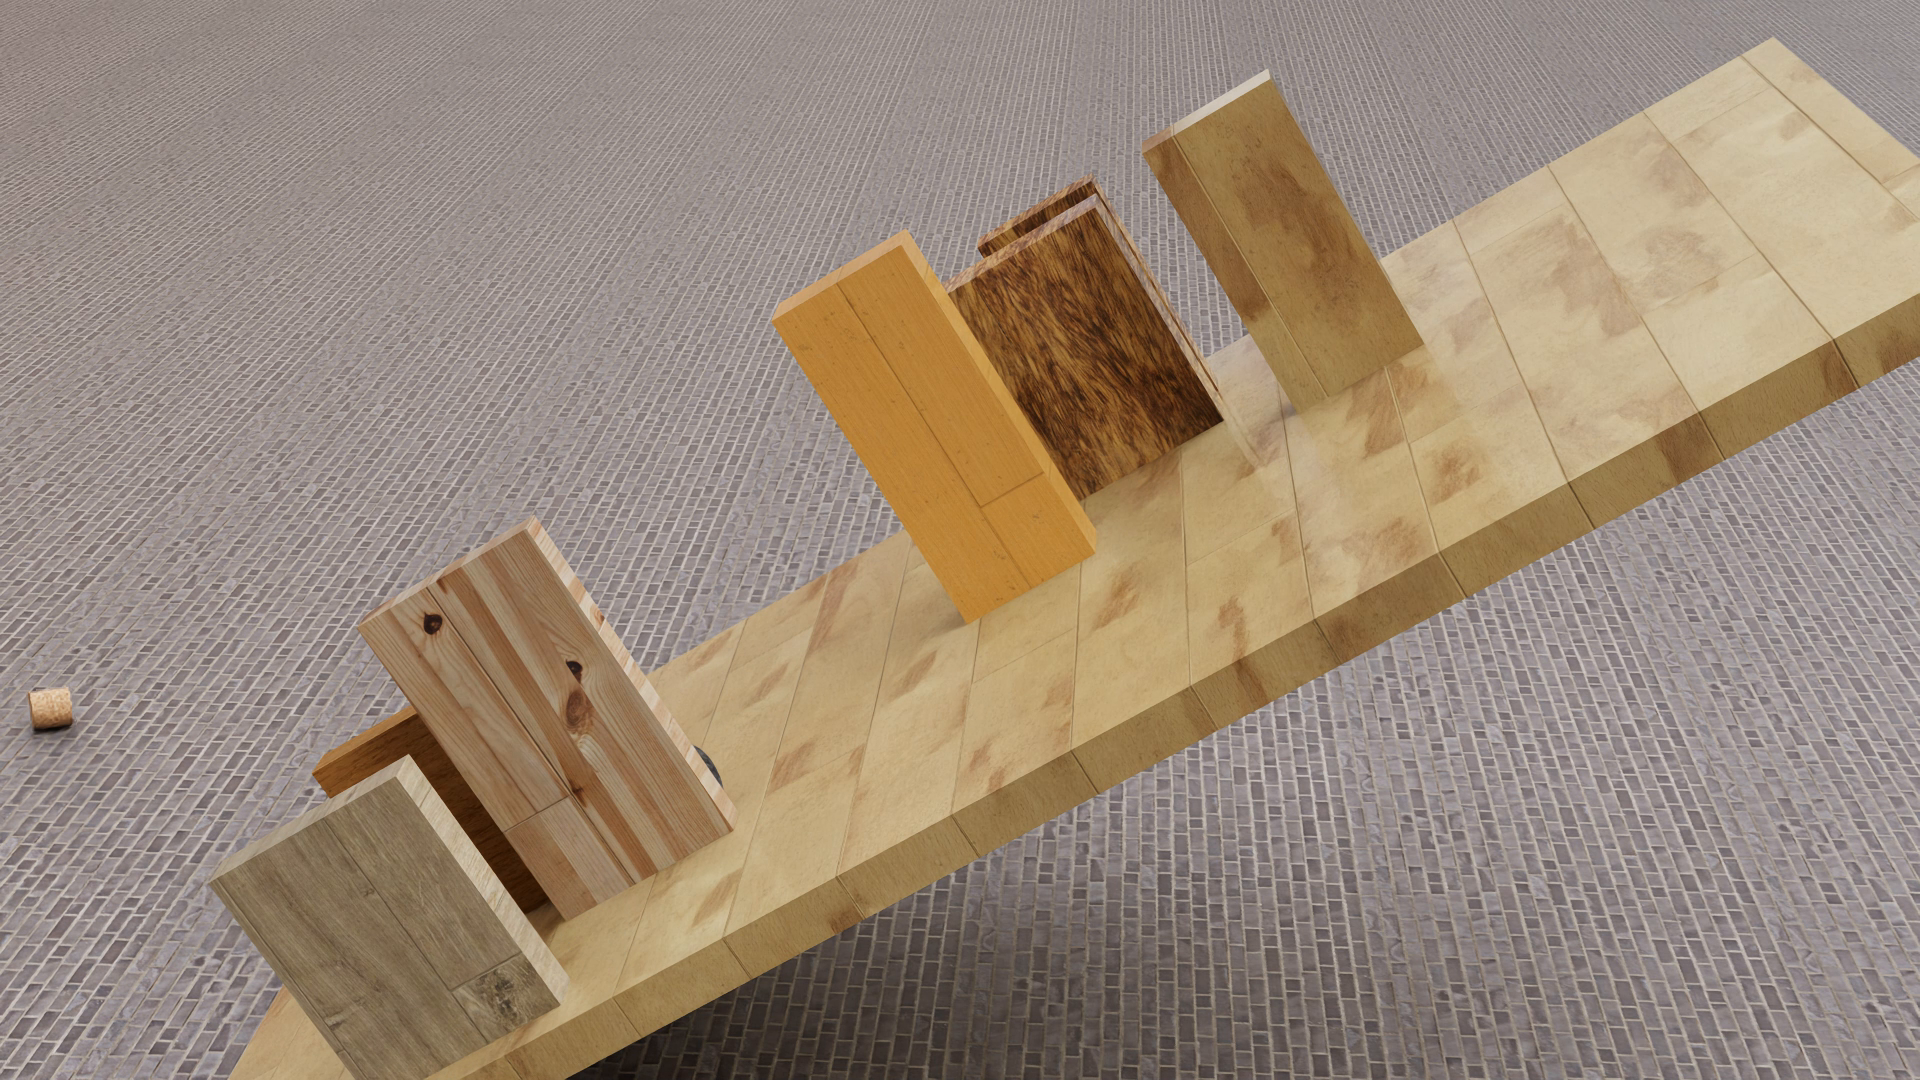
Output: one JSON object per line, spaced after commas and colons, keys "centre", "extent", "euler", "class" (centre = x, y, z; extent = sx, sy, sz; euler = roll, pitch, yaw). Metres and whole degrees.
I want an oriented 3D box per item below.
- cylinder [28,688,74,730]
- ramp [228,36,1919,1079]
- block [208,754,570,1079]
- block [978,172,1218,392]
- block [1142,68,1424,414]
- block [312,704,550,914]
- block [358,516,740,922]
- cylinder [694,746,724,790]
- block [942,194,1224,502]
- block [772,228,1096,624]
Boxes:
{"centre": [-2.630, 0.489, 8.509], "extent": [0.108, 0.108, 0.108], "euler": [-8, 21, -22], "class": "cylinder"}
{"centre": [0.141, 0.169, 6.289], "extent": [4.000, 0.100, 2.000], "euler": [-29, 15, 13], "class": "ramp"}
{"centre": [-1.095, 0.756, 5.669], "extent": [0.443, 0.554, 0.104], "euler": [-29, 15, 13], "class": "block"}
{"centre": [0.321, -0.522, 6.803], "extent": [0.303, 0.575, 0.095], "euler": [-29, 15, 13], "class": "block"}
{"centre": [0.685, -0.629, 6.233], "extent": [0.306, 0.658, 0.117], "euler": [-29, 15, 13], "class": "block"}
{"centre": [-1.080, 0.594, 6.262], "extent": [0.357, 0.500, 0.096], "euler": [-29, 15, 13], "class": "block"}
{"centre": [-0.831, 0.369, 5.968], "extent": [0.415, 0.754, 0.084], "euler": [-29, 15, 13], "class": "block"}
{"centre": [-0.605, 0.531, 6.155], "extent": [0.159, 0.159, 0.159], "euler": [-26, 9, 23], "class": "cylinder"}
{"centre": [0.267, -0.419, 6.607], "extent": [0.422, 0.564, 0.142], "euler": [-29, 15, 13], "class": "block"}
{"centre": [-0.048, -0.237, 6.243], "extent": [0.319, 0.781, 0.145], "euler": [-29, 15, 13], "class": "block"}
